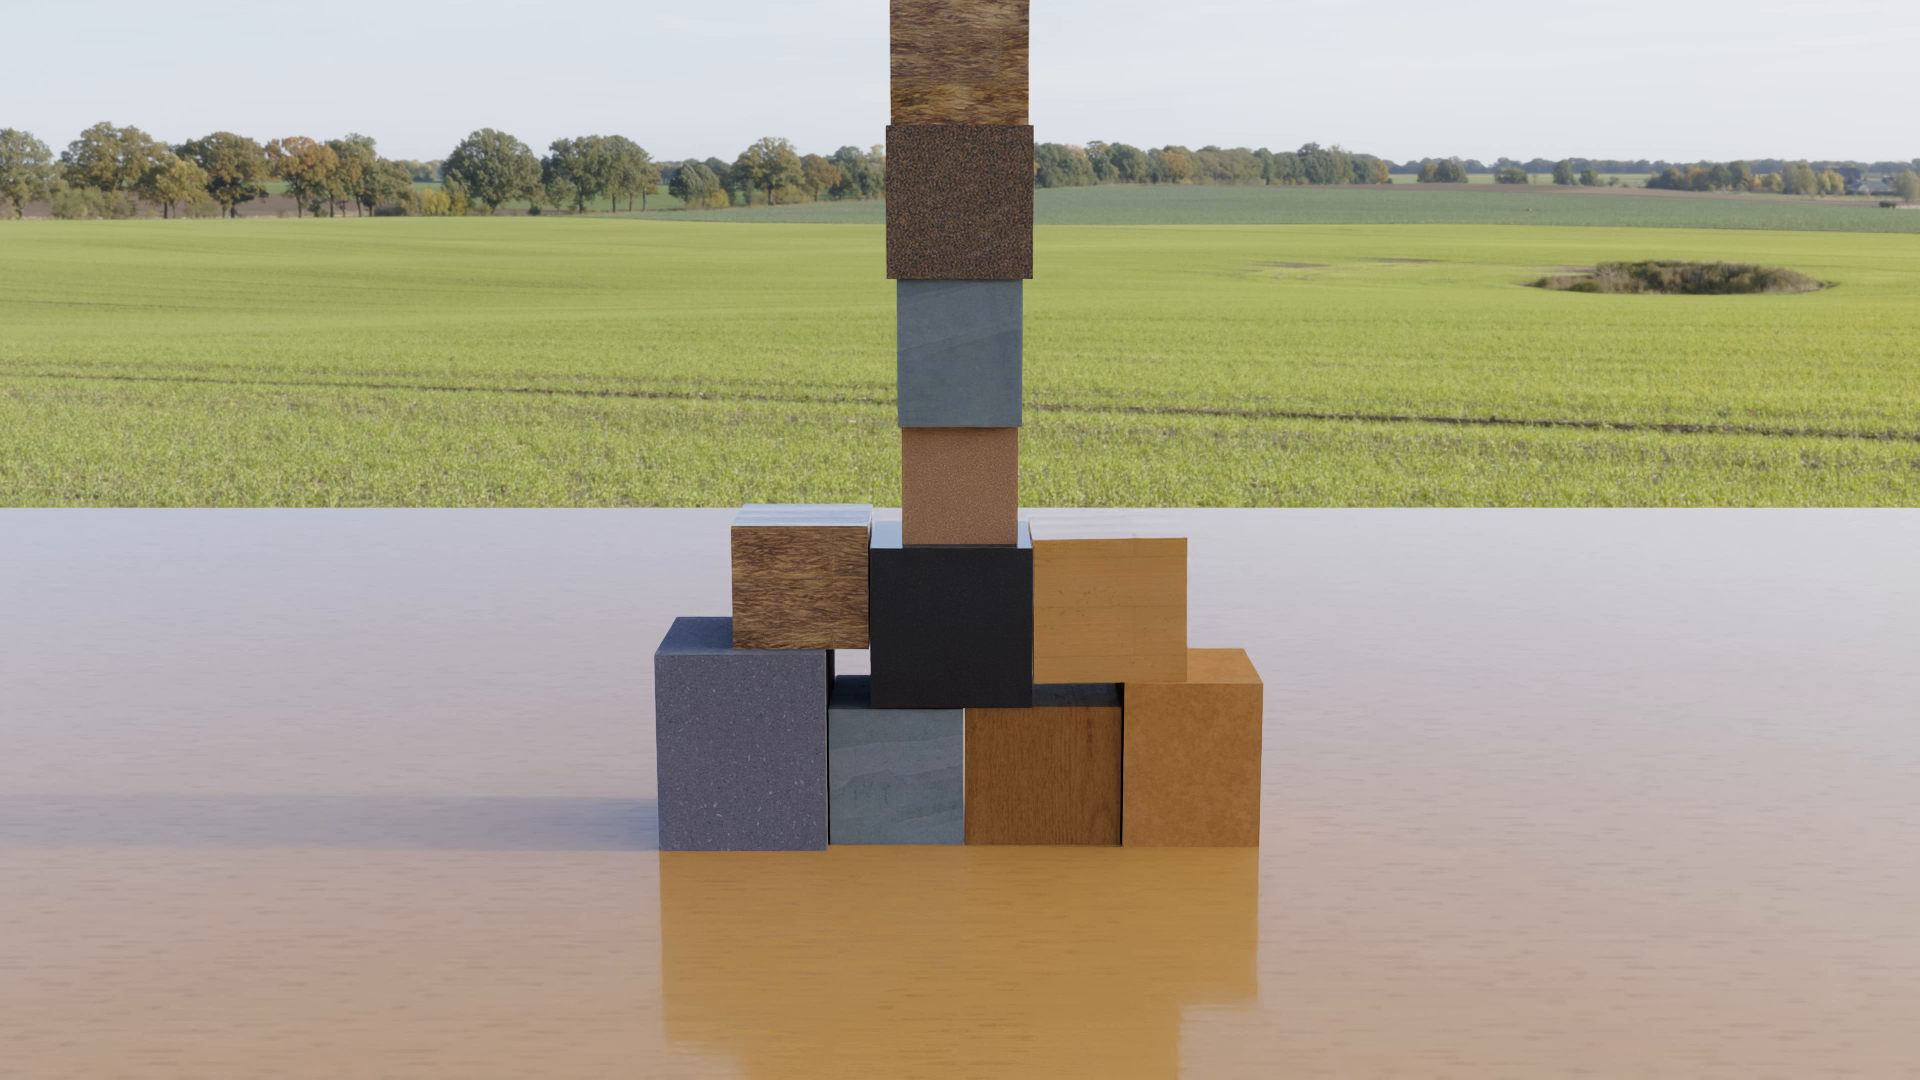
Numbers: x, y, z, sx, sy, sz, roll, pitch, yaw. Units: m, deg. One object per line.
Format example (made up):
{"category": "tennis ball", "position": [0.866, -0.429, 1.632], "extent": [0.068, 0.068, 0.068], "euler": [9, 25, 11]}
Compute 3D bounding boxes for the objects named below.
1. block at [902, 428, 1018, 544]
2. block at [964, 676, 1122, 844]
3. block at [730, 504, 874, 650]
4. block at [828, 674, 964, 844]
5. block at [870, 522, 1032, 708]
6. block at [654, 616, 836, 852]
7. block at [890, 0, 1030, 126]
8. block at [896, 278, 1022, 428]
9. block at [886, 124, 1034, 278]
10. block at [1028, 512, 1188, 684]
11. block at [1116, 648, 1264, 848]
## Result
{"category": "block", "position": [-0.001, -0.322, 11.139], "extent": [0.573, 0.593, 0.547], "euler": [0, 10, 0]}
{"category": "block", "position": [0.417, 1.125, 11.368], "extent": [0.782, 0.719, 0.678], "euler": [0, 10, 0]}
{"category": "block", "position": [-0.792, 0.177, 11.218], "extent": [0.674, 0.623, 0.676], "euler": [0, 10, 0]}
{"category": "block", "position": [-0.320, 1.127, 11.398], "extent": [0.672, 0.704, 0.727], "euler": [0, 10, 0]}
{"category": "block", "position": [-0.044, 0.369, 11.261], "extent": [0.803, 0.809, 0.775], "euler": [0, 10, 0]}
{"category": "block", "position": [-1.086, 0.982, 11.348], "extent": [0.839, 1.008, 0.885], "euler": [0, 10, 0]}
{"category": "block", "position": [-0.003, -2.417, 10.750], "extent": [0.659, 0.768, 0.704], "euler": [0, 10, 0]}
{"category": "block", "position": [-0.001, -0.963, 10.991], "extent": [0.608, 0.722, 0.631], "euler": [0, 10, 0]}
{"category": "block", "position": [-0.002, -1.680, 10.876], "extent": [0.706, 0.729, 0.711], "euler": [0, 10, 0]}
{"category": "block", "position": [0.743, 0.284, 11.244], "extent": [0.761, 0.728, 0.751], "euler": [-1, 10, 0]}
{"category": "block", "position": [1.161, 1.060, 11.369], "extent": [0.688, 0.847, 0.773], "euler": [0, 10, 0]}
